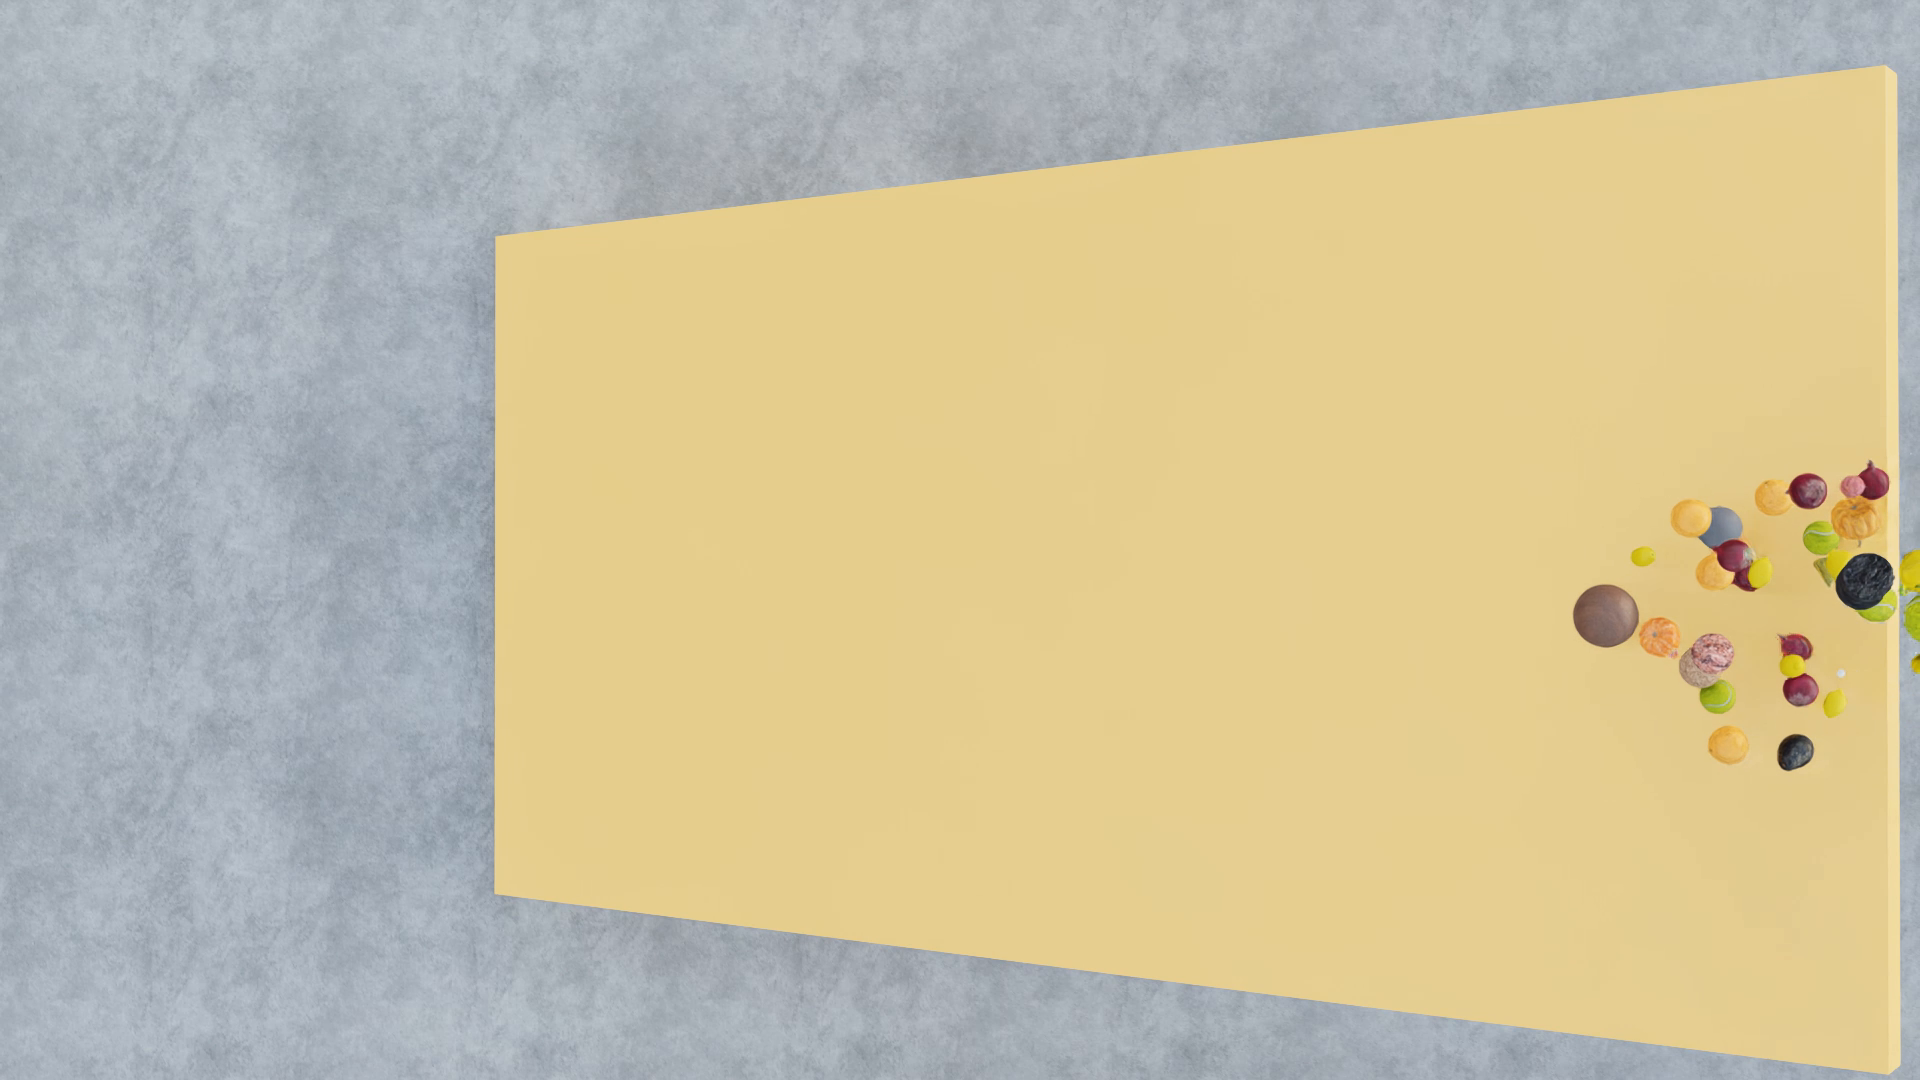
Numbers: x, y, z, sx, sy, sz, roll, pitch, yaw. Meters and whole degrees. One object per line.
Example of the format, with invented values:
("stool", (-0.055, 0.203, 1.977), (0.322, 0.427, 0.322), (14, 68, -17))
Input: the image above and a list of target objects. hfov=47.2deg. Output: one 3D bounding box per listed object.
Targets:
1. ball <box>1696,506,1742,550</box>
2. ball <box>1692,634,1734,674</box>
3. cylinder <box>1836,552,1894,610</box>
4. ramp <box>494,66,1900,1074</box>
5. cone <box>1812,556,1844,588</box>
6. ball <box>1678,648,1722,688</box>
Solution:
("ball", (1.426, -0.022, 4.127), (0.082, 0.082, 0.082), (0, 90, 0))
("ball", (1.390, 0.210, 4.060), (0.075, 0.075, 0.075), (0, 90, 0))
("cylinder", (1.407, 0.065, 3.421), (0.073, 0.073, 0.073), (-3, 75, 11))
("ramp", (0.240, 0.067, 5.563), (4.000, 0.100, 2.000), (0, 89, 36))
("cone", (1.684, 0.070, 4.263), (0.056, 0.056, 0.056), (8, 63, 0))
("ball", (1.467, 0.251, 4.355), (0.083, 0.083, 0.083), (0, 90, 0))
